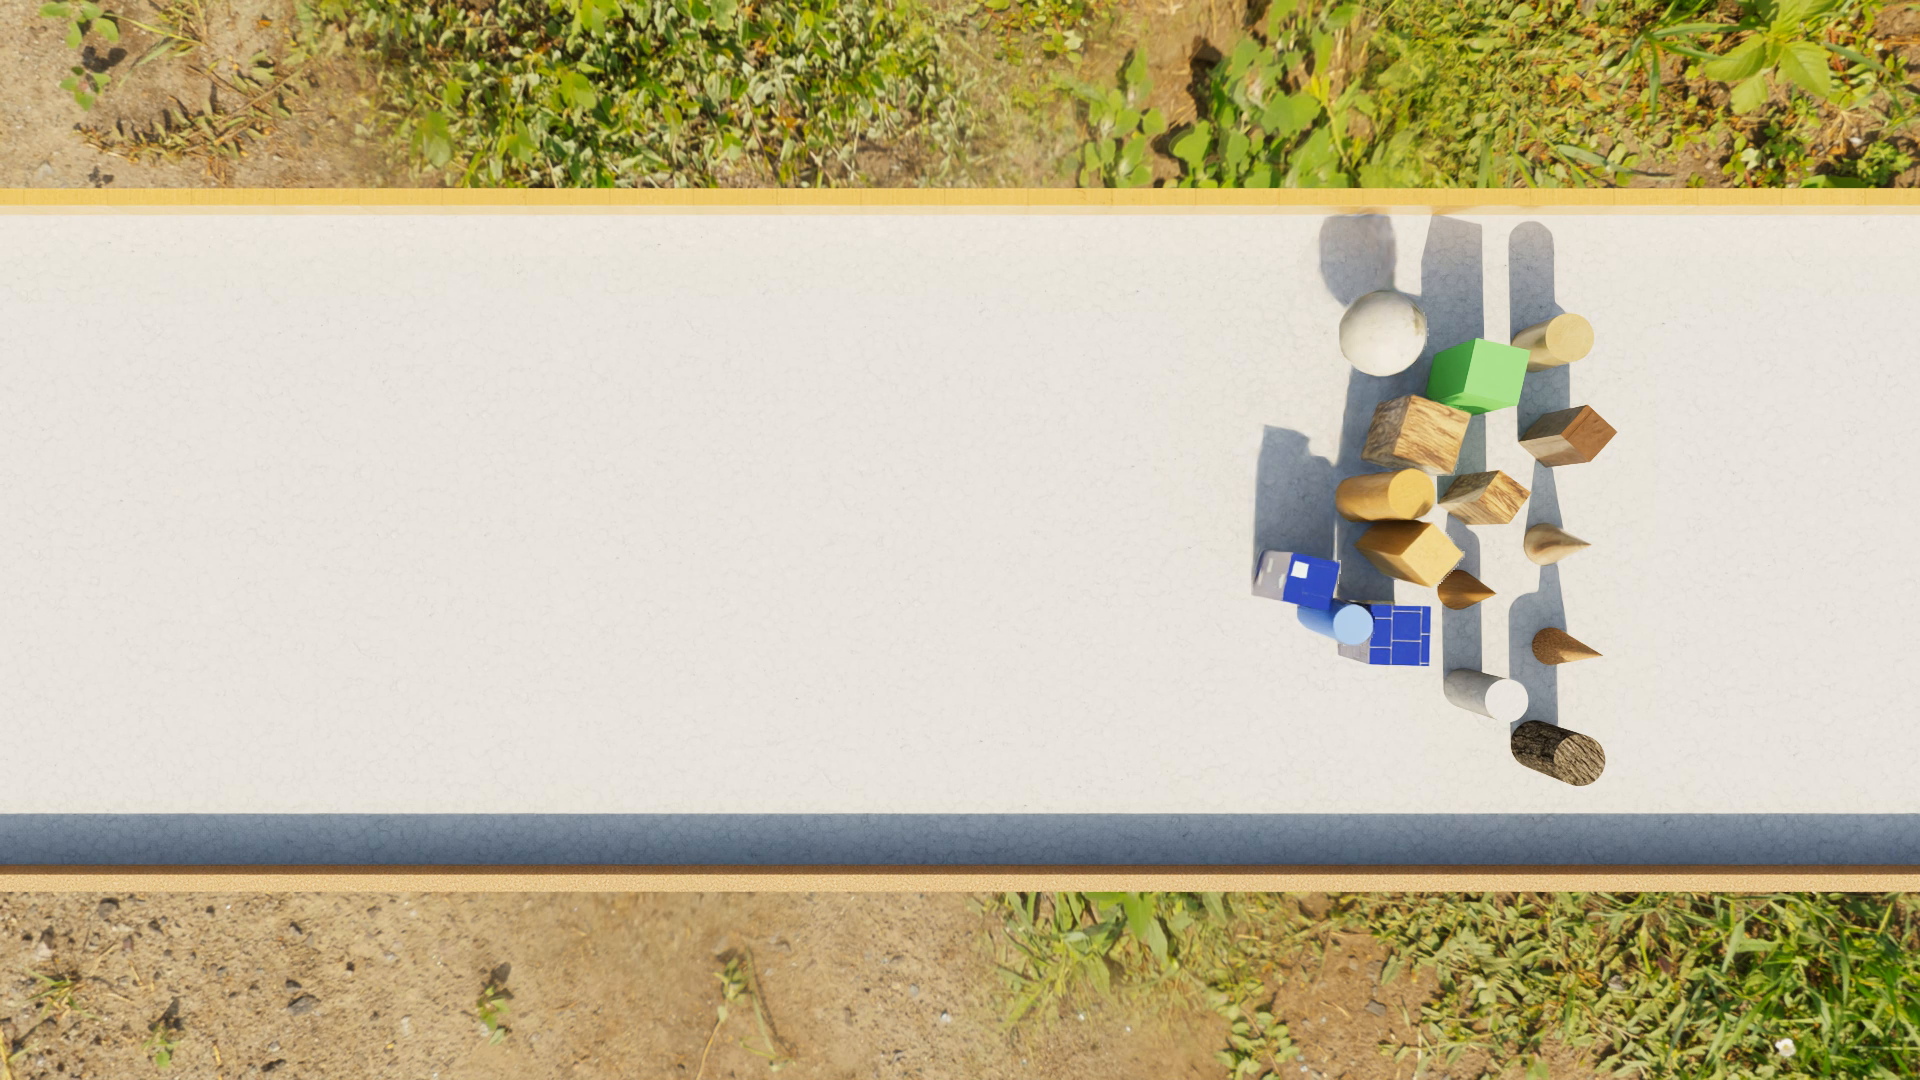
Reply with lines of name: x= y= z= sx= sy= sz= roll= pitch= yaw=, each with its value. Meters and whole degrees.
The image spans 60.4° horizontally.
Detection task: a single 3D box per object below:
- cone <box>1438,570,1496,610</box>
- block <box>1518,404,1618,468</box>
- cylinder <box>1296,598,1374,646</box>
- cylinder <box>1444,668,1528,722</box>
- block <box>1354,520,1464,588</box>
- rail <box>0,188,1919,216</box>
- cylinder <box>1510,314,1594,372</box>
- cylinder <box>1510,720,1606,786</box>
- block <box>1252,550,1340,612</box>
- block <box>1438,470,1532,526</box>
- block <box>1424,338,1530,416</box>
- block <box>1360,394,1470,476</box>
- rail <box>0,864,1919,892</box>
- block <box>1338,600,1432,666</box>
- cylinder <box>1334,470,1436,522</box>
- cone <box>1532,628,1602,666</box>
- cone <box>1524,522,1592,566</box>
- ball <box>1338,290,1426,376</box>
cone: x=1.531 y=0.153 z=4.887 sx=0.124 sy=0.378 sz=0.124 roll=0 pitch=90 yaw=0
block: x=1.798 y=-0.305 z=4.895 sx=0.117 sy=0.363 sz=0.117 roll=42 pitch=90 yaw=0
cylinder: x=1.102 y=0.230 z=4.868 sx=0.114 sy=0.410 sz=0.114 roll=0 pitch=93 yaw=-3
cylinder: x=1.548 y=0.455 z=4.873 sx=0.122 sy=0.407 sz=0.122 roll=0 pitch=90 yaw=0
block: x=1.313 y=0.029 z=4.855 sx=0.130 sy=0.432 sz=0.130 roll=44 pitch=90 yaw=-6
rail: x=-2.247 y=-1.025 z=5.002 sx=12.000 sy=0.150 sz=0.050 roll=0 pitch=90 yaw=0
cylinder: x=1.764 y=-0.586 z=4.923 sx=0.141 sy=0.306 sz=0.141 roll=0 pitch=90 yaw=0
cylinder: x=1.769 y=0.629 z=4.892 sx=0.149 sy=0.369 sz=0.149 roll=0 pitch=90 yaw=0
block: x=0.991 y=0.118 z=4.891 sx=0.142 sy=0.363 sz=0.142 roll=12 pitch=90 yaw=-4
block: x=1.546 y=-0.122 z=4.879 sx=0.110 sy=0.394 sz=0.110 roll=36 pitch=90 yaw=0
block: x=1.521 y=-0.477 z=4.873 sx=0.158 sy=0.407 sz=0.158 roll=13 pitch=90 yaw=0
block: x=1.348 y=-0.306 z=4.900 sx=0.179 sy=0.347 sz=0.179 roll=18 pitch=90 yaw=-2
rail: x=-2.247 y=1.025 z=5.001 sx=12.000 sy=0.150 sz=0.050 roll=0 pitch=90 yaw=0
block: x=1.252 y=0.272 z=4.884 sx=0.171 sy=0.385 sz=0.171 roll=2 pitch=90 yaw=0
cylinder: x=1.251 y=-0.128 z=4.877 sx=0.144 sy=0.378 sz=0.144 roll=0 pitch=89 yaw=-10
cone: x=1.819 y=0.327 z=4.866 sx=0.116 sy=0.420 sz=0.116 roll=0 pitch=90 yaw=0
cone: x=1.800 y=0.014 z=4.885 sx=0.133 sy=0.383 sz=0.133 roll=0 pitch=90 yaw=0
ball: x=1.231 y=-0.603 z=4.810 sx=0.249 sy=0.249 sz=0.249 roll=0 pitch=90 yaw=0
